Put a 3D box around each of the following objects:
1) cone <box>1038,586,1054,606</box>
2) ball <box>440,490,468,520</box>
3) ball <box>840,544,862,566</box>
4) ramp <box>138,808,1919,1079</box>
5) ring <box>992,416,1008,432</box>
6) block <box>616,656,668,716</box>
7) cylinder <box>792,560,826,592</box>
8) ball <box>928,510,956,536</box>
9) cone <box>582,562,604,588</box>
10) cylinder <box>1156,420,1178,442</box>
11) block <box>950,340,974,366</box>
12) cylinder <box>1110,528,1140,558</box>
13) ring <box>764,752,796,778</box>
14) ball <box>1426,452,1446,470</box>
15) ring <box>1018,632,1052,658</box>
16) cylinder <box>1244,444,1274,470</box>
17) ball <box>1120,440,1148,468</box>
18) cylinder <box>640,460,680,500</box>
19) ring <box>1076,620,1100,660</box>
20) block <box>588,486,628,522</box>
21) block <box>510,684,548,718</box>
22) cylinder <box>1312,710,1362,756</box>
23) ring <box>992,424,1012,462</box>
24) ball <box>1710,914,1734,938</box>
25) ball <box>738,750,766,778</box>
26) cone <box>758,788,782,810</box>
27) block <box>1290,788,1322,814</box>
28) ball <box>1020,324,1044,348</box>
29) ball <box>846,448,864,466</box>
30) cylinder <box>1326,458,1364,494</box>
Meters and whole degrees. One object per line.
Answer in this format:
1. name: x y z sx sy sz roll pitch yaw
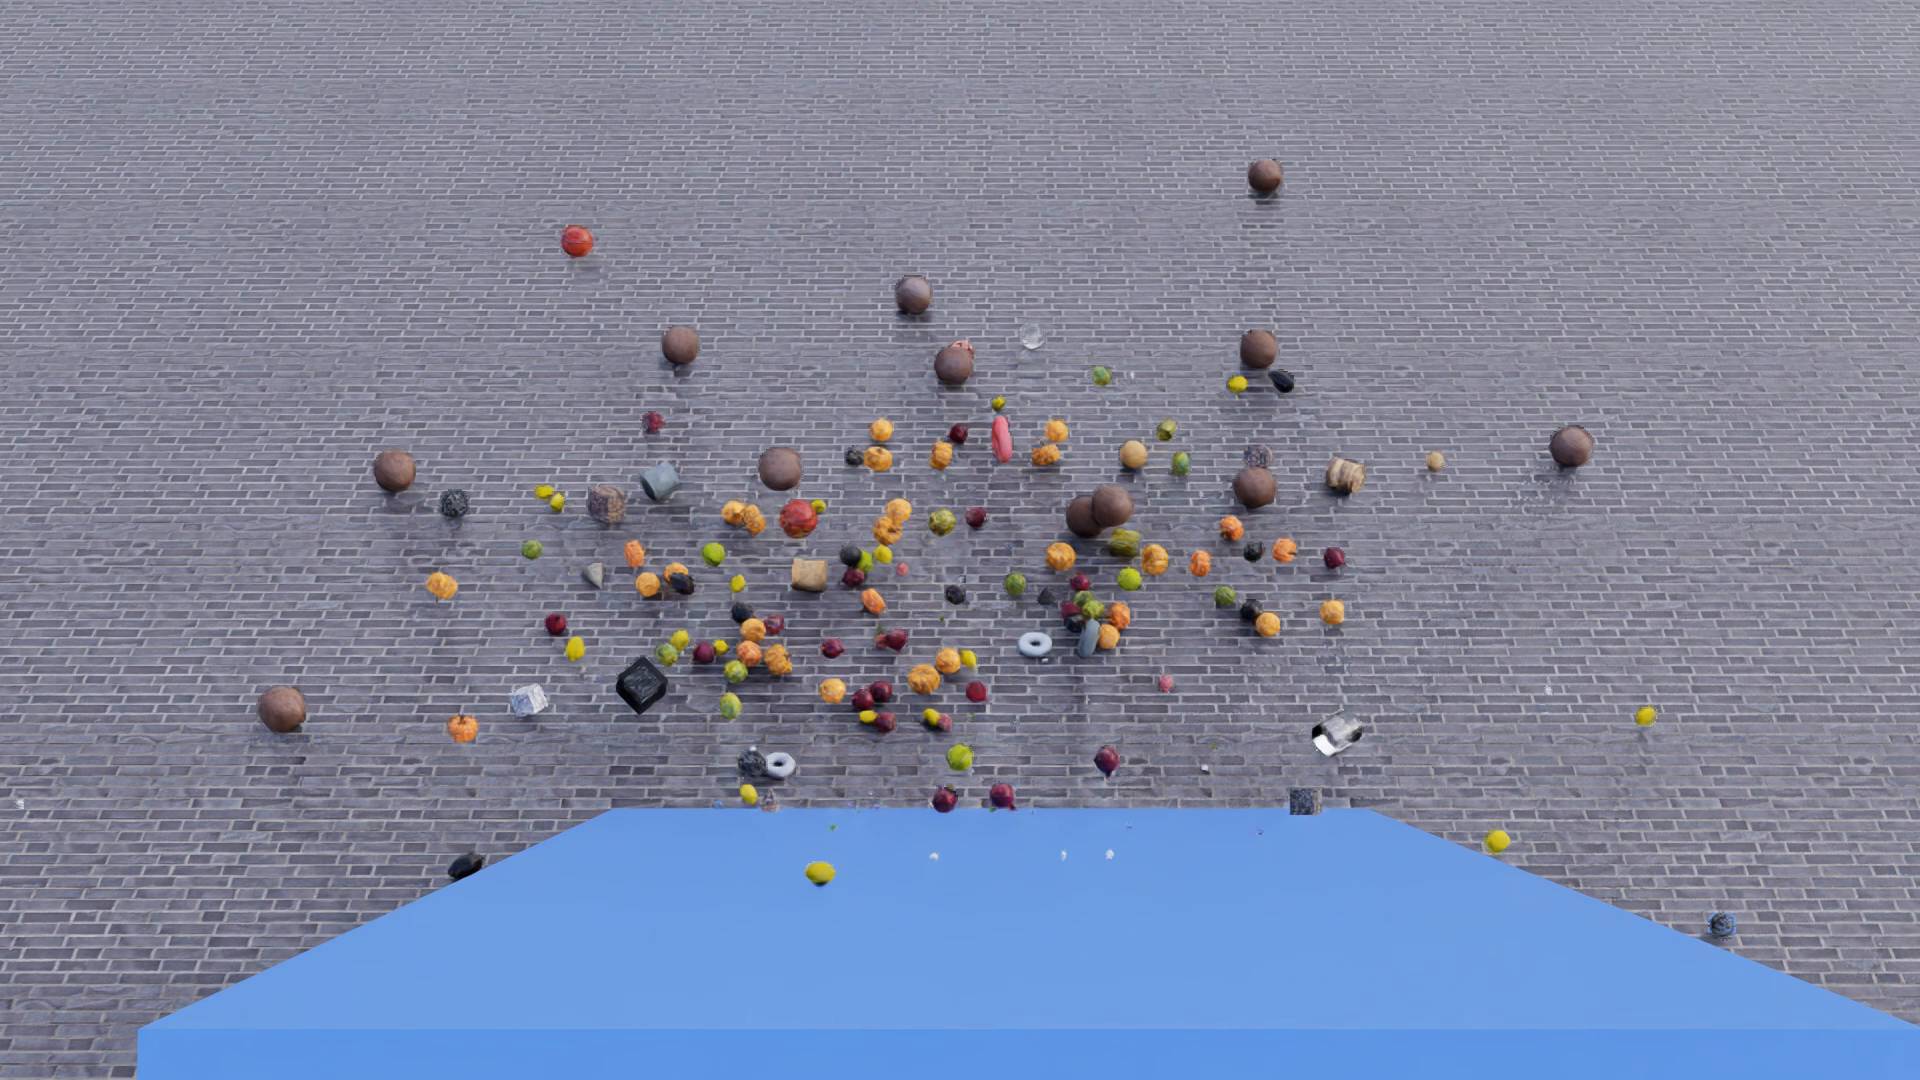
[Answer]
1. cone: 0.257 0.157 7.742 0.053 0.053 0.053 0 37 0
2. ball: -1.569 -0.108 8.070 0.089 0.089 0.089 0 37 0
3. ball: -0.328 0.046 7.793 0.066 0.066 0.066 0 37 0
4. ramp: 0.080 0.680 4.904 2.000 0.100 4.000 0 -2 0
5. ring: 0.129 -0.341 8.359 0.038 0.114 0.114 -2 36 -10
6. block: -0.893 0.408 7.293 0.098 0.098 0.098 43 61 14
7. cylinder: -0.452 0.105 7.780 0.091 0.091 0.091 4 37 6
8. ball: -0.053 -0.051 7.725 0.080 0.080 0.080 0 37 0
9. cone: -1.089 0.117 7.812 0.074 0.074 0.074 -17 66 -21
10. cylinder: 0.659 -0.349 8.282 0.051 0.051 0.051 15 46 19
11. block: 0.008 -0.634 8.806 0.057 0.057 0.057 -18 40 -22
12. cylinder: 0.501 0.009 7.912 0.080 0.080 0.080 8 37 2
13. ring: -0.498 0.618 7.137 0.093 0.031 0.093 -1 36 1
14. ball: 1.516 -0.249 8.285 0.058 0.058 0.058 0 37 0
15. ring: 0.219 0.304 7.560 0.100 0.033 0.100 0 37 0
16. cylinder: 0.948 -0.263 8.259 0.080 0.080 0.080 15 4 19
17. ball: 0.554 -0.273 8.291 0.089 0.089 0.089 0 37 0
18. cylinder: -0.940 -0.185 8.148 0.094 0.094 0.094 -31 45 -19
19. ring: 0.371 0.287 7.508 0.040 0.120 0.120 18 35 -10
20. block: -1.091 -0.111 8.054 0.083 0.083 0.083 22 22 33
21. block: -1.212 0.451 7.305 0.065 0.065 0.065 -11 14 28
22. cylinder: 1.042 0.535 7.193 0.095 0.095 0.095 -27 44 -31
23. ring: 0.132 -0.306 8.224 0.041 0.123 0.123 -8 37 -12
24. ball: 1.940 0.982 6.620 0.062 0.062 0.062 0 37 0
25. ball: -0.569 0.611 7.086 0.077 0.077 0.077 0 37 0
26. cone: -0.502 0.682 6.880 0.060 0.060 0.060 0 -2 0
27. block: 0.890 0.673 6.699 0.064 0.064 0.064 -1 -3 25
28. ball: 0.247 -0.694 8.866 0.081 0.081 0.081 0 37 0
29. ball: -0.336 -0.265 8.305 0.061 0.061 0.061 0 37 0
30. cylinder: 1.212 -0.204 8.192 0.091 0.091 0.091 21 41 28
